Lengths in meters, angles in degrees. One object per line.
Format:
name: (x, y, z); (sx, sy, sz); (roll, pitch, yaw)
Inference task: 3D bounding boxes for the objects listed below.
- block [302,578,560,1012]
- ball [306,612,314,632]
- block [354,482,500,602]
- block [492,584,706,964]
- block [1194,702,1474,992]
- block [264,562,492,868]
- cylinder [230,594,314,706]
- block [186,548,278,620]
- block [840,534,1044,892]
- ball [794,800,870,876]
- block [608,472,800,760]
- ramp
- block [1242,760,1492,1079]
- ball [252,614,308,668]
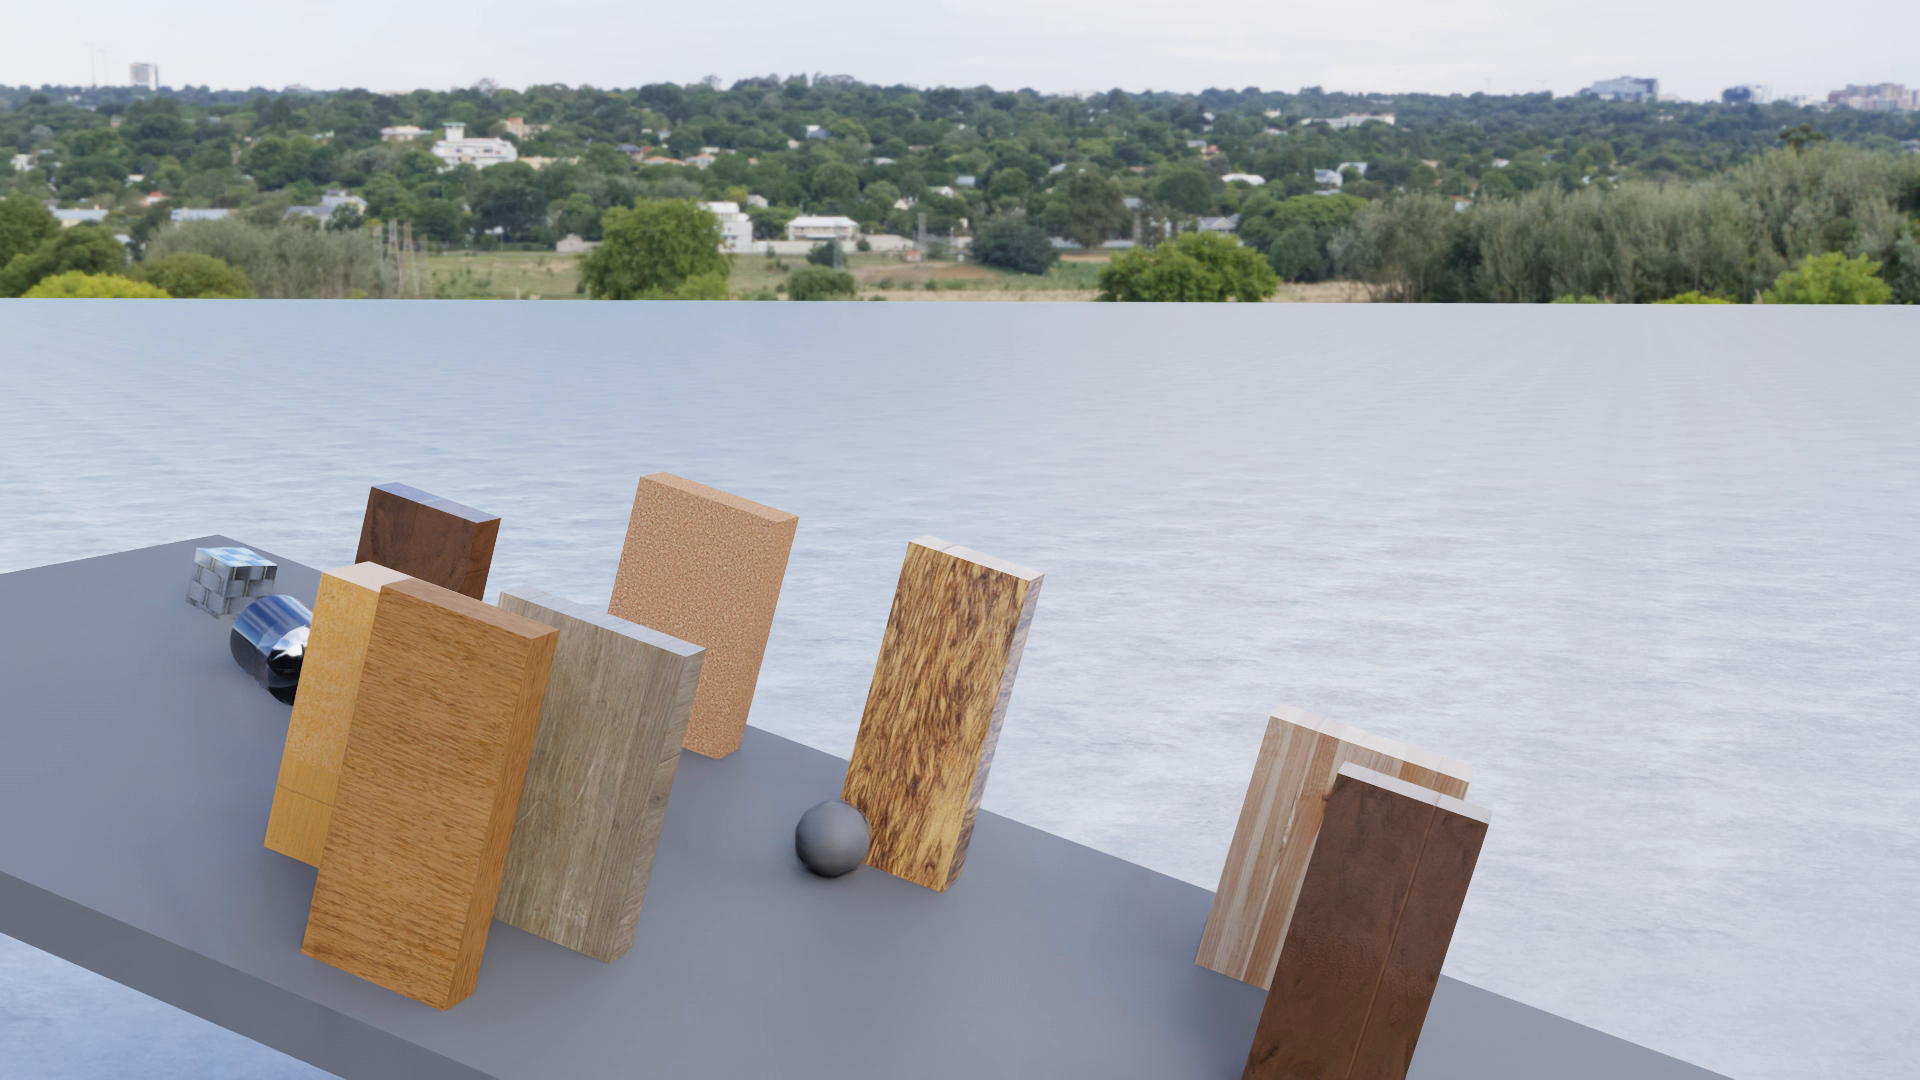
block: (-0.838, 0.400, 3.470); (0.266, 0.624, 0.093); (18, 12, 14)
ball: (-1.363, 0.209, 4.880); (0.172, 0.172, 0.172); (0, 7, 0)
block: (-1.142, 0.158, 4.575); (0.251, 0.498, 0.099); (18, 12, 14)
block: (-0.682, 0.404, 3.814); (0.357, 0.564, 0.086); (18, 12, 14)
block: (0.763, 0.667, 4.494); (0.410, 0.549, 0.142); (18, 12, 14)
block: (-0.963, 0.347, 3.850); (0.386, 0.513, 0.147); (18, 12, 14)
cylinder: (-1.419, 0.233, 4.654); (0.184, 0.184, 0.184); (-6, 22, -40)
block: (-1.685, 0.100, 5.089); (0.130, 0.130, 0.130); (23, 13, 33)
block: (-0.052, 0.359, 4.566); (0.264, 0.683, 0.119); (18, 12, 14)
ball: (-0.258, 0.605, 4.458); (0.152, 0.152, 0.152); (0, 7, 0)
block: (-0.617, 0.170, 5.035); (0.346, 0.568, 0.129); (18, 12, 14)
ramp: (-0.381, 0.749, 4.242); (4.000, 0.100, 2.000); (18, 12, 14)
block: (0.714, 0.735, 3.895); (0.269, 0.625, 0.099); (18, 12, 14)
ball: (-1.485, 0.219, 4.802); (0.119, 0.119, 0.119); (0, 7, 0)
